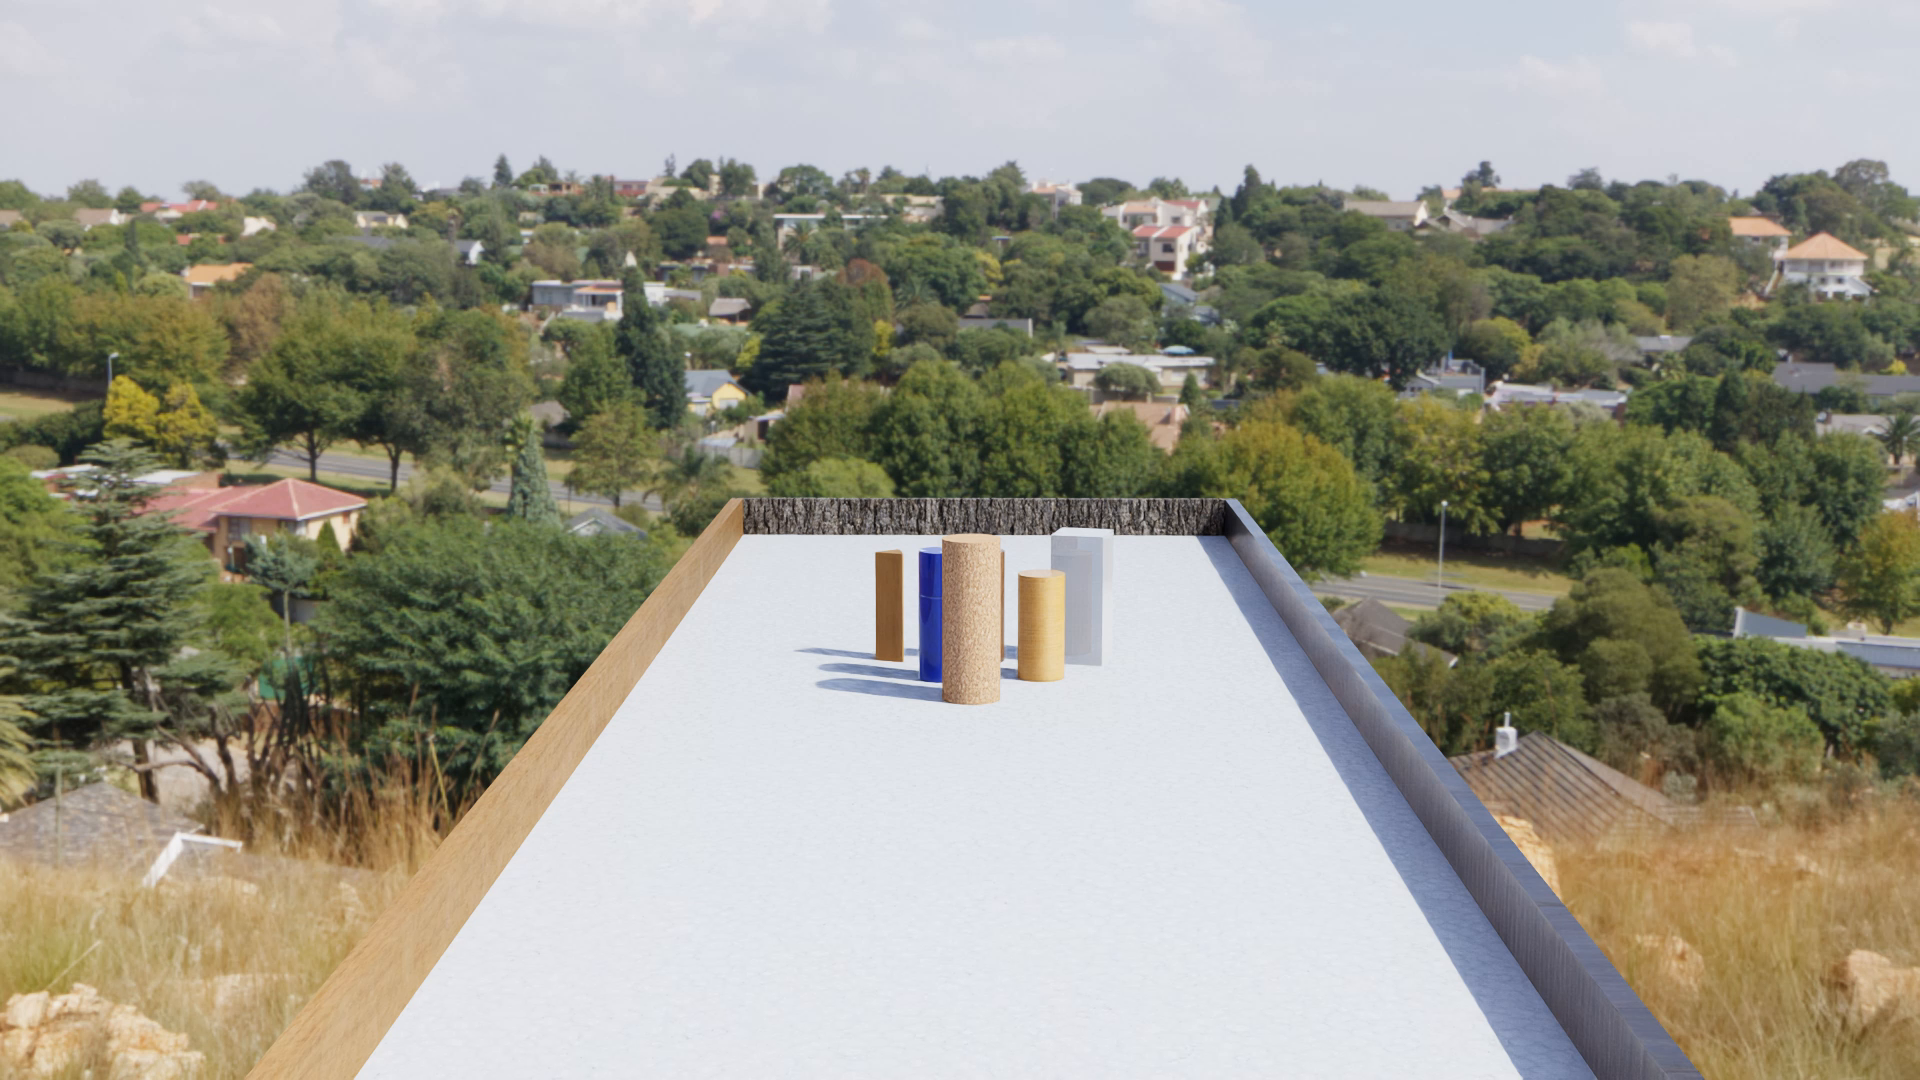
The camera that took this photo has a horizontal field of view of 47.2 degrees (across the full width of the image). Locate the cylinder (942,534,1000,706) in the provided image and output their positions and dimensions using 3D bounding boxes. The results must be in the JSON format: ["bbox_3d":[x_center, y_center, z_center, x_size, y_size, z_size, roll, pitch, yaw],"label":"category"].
[{"bbox_3d":[0.032,0.221,6.158,0.164,0.457,0.164,0,9,0],"label":"cylinder"}]

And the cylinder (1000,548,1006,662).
[{"bbox_3d":[0.084,0.199,6.676,0.104,0.338,0.104,0,9,0],"label":"cylinder"}]

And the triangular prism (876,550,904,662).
[{"bbox_3d":[-0.201,0.198,6.696,0.090,0.333,0.078,3,10,19],"label":"triangular prism"}]

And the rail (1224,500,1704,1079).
[{"bbox_3d":[1.046,0.843,3.208,0.050,0.150,12.000,0,9,1],"label":"rail"}]

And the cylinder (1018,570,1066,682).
[{"bbox_3d":[0.238,0.250,6.442,0.139,0.310,0.139,0,9,0],"label":"cylinder"}]

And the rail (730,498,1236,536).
[{"bbox_3d":[0.099,-0.098,9.147,2.100,0.150,0.050,0,9,1],"label":"rail"}]

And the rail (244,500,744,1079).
[{"bbox_3d":[-1.004,0.839,3.234,0.050,0.150,12.000,0,9,1],"label":"rail"}]

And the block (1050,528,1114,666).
[{"bbox_3d":[0.370,0.170,6.680,0.159,0.393,0.159,2,9,15],"label":"block"}]

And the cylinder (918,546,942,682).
[{"bbox_3d":[-0.058,0.218,6.421,0.126,0.381,0.126,0,9,0],"label":"cylinder"}]
